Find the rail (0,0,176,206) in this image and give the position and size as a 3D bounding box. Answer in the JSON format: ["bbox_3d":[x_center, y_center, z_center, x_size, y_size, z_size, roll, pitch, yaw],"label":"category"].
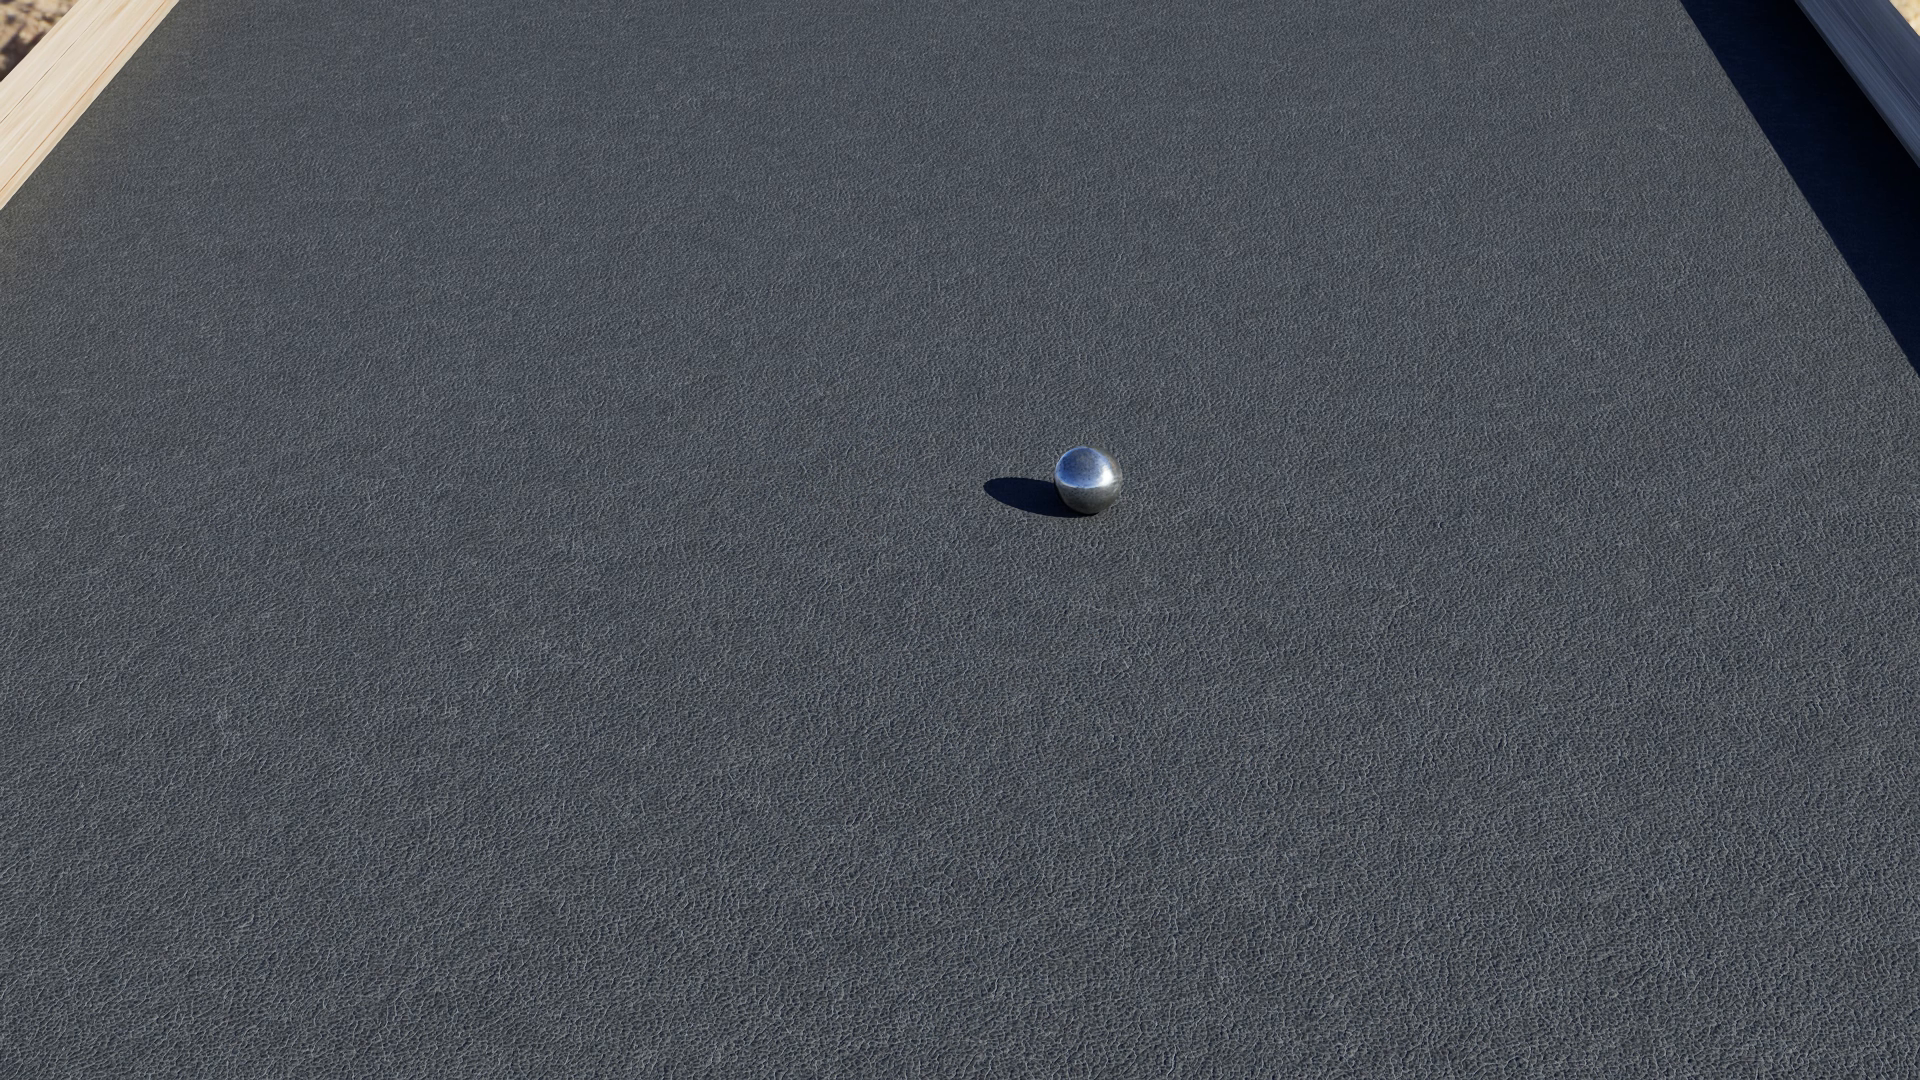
[{"bbox_3d":[-0.750,-0.393,2.513,0.045,0.086,3.169,1,28,1],"label":"rail"}]

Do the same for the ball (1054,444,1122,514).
[{"bbox_3d":[0.082,-0.039,1.886,0.045,0.045,0.045,0,28,0],"label":"ball"}]

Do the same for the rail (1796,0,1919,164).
[{"bbox_3d":[0.787,-0.376,2.481,0.045,0.086,3.169,1,28,1],"label":"rail"}]
